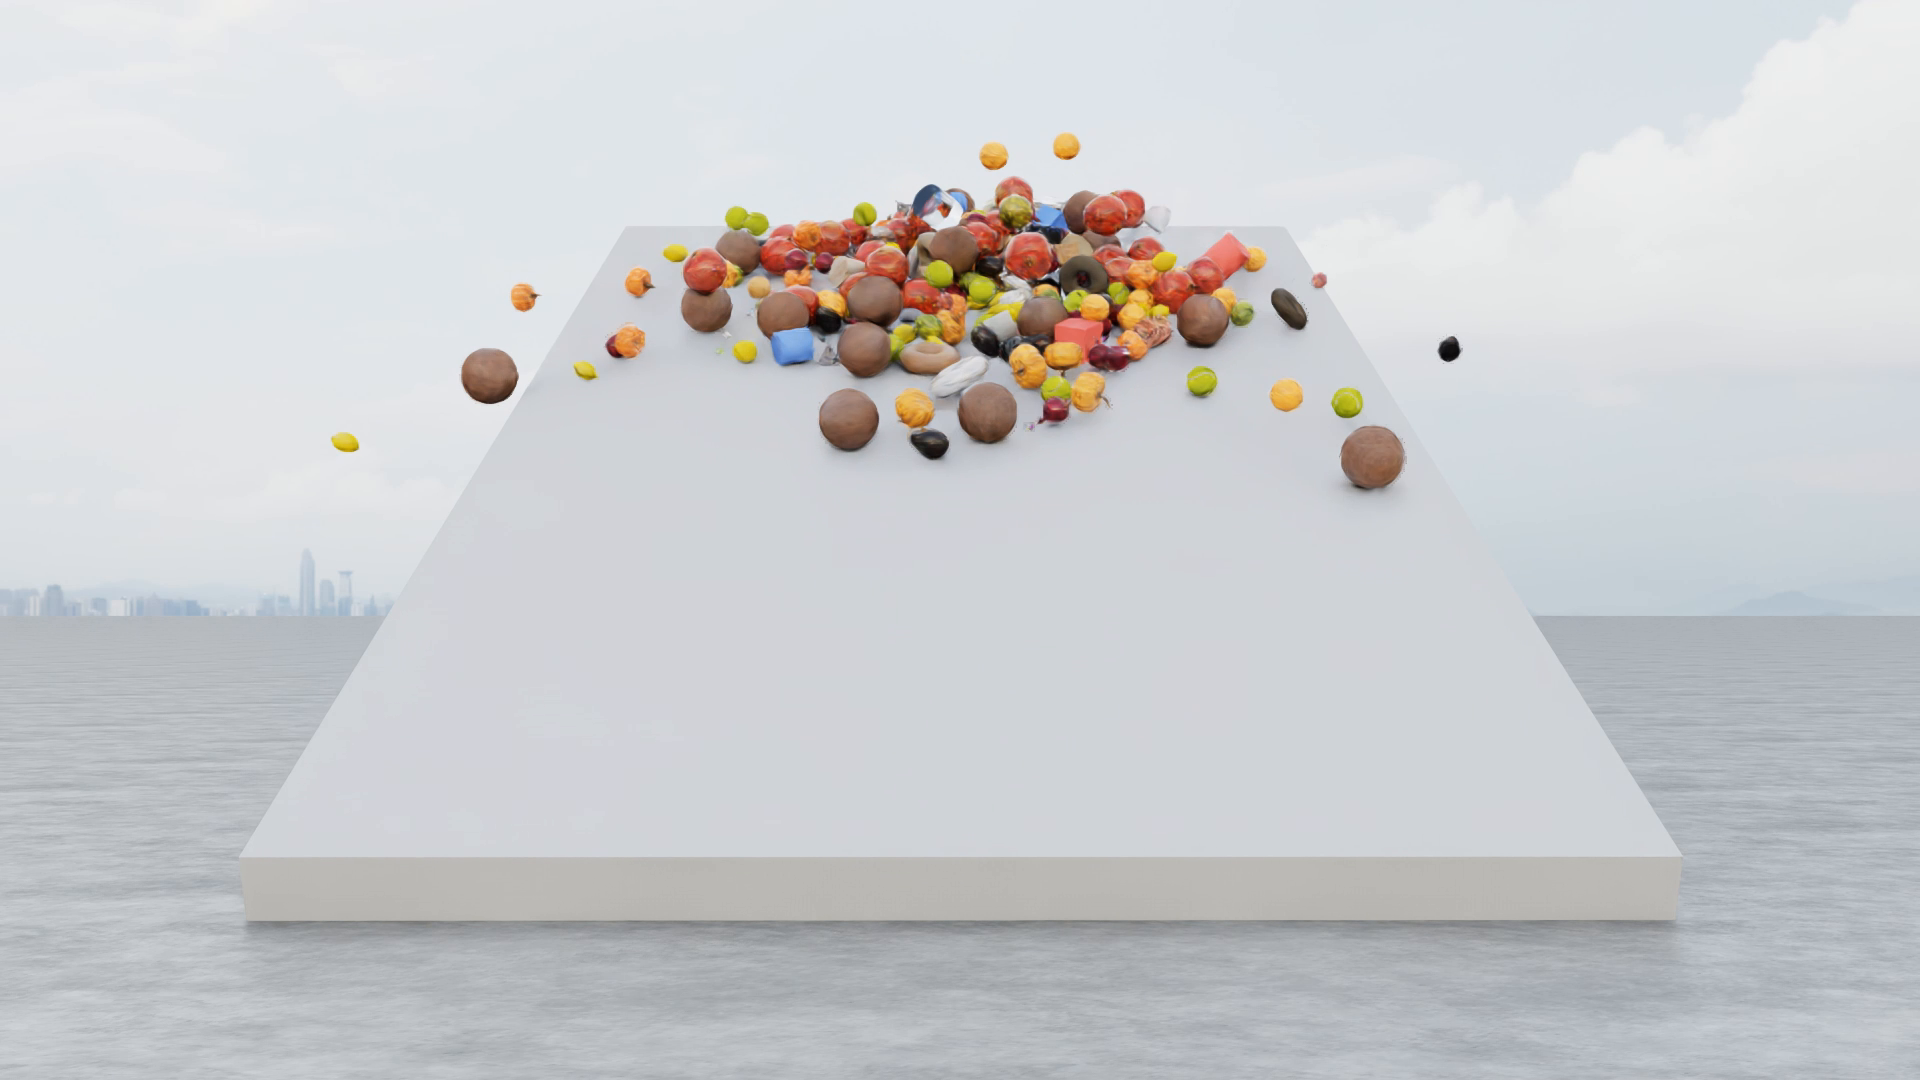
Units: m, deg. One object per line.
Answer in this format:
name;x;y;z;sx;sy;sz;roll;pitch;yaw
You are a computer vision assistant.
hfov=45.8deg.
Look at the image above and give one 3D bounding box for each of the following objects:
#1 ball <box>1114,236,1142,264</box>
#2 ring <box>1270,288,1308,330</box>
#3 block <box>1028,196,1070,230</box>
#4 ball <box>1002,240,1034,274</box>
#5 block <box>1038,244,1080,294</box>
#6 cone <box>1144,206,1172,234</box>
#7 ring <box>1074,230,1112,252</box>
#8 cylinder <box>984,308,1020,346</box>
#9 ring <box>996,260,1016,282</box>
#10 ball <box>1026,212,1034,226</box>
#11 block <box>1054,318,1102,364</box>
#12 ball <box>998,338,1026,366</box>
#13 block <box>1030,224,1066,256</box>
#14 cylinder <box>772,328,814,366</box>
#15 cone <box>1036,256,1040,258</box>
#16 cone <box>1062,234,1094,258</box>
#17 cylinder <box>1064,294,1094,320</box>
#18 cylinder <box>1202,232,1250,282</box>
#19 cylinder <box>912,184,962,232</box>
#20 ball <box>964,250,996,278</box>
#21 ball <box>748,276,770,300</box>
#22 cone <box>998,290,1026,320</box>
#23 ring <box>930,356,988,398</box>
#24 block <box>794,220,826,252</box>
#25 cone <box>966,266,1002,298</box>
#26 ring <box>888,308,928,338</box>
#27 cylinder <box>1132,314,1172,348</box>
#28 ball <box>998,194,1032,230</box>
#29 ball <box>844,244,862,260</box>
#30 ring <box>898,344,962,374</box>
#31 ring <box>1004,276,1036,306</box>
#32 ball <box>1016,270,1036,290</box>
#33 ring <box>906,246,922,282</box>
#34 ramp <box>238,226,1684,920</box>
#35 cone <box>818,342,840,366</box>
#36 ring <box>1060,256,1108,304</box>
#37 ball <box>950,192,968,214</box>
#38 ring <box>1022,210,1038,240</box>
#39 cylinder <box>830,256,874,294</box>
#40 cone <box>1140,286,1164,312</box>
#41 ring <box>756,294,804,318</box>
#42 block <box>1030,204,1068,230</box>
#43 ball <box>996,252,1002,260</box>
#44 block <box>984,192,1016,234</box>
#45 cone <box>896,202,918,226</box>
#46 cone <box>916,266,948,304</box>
ball;0.475;-0.821;6.428;0.081;0.081;0.081;0;-2;0
ring;0.835;-0.587;5.766;0.040;0.121;0.121;-39;-19;23
block;0.264;-0.976;6.829;0.092;0.092;0.092;17;26;38
ball;0.152;-0.744;5.973;0.088;0.088;0.088;0;-2;0
block;0.271;-0.731;6.118;0.096;0.096;0.096;-3;-46;-9
cone;0.531;-0.835;6.038;0.078;0.078;0.078;-4;-44;-4
ring;0.376;-0.869;6.612;0.131;0.044;0.131;-1;19;0
cylinder;0.101;-0.521;5.567;0.068;0.068;0.068;-27;-4;4
ring;0.136;-0.705;6.092;0.036;0.108;0.108;-35;-11;13
ball;0.178;-0.936;6.541;0.066;0.066;0.066;0;-2;0
block;0.287;-0.484;5.513;0.085;0.085;0.085;13;24;30
ball;0.124;-0.446;5.384;0.066;0.066;0.066;0;-2;0
block;0.238;-0.815;6.203;0.082;0.082;0.082;8;10;9
cylinder;-0.402;-0.466;5.460;0.080;0.080;0.080;-12;2;-20
cone;0.271;-0.801;6.410;0.098;0.098;0.098;-30;-24;-15
cone;0.302;-0.773;6.241;0.096;0.096;0.096;1;-26;-25
cylinder;0.304;-0.594;5.817;0.055;0.055;0.055;40;-10;-9
cylinder;0.721;-0.766;6.141;0.093;0.093;0.093;-42;-19;20
cylinder;-0.060;-0.873;5.987;0.096;0.096;0.096;-1;-20;36
ball;0.053;-0.753;6.235;0.087;0.087;0.087;0;-2;0
ball;-0.507;-0.636;5.733;0.060;0.060;0.060;0;-2;0
cone;0.151;-0.602;5.900;0.078;0.078;0.078;-1;-8;24
ring;-0.002;-0.371;5.157;0.145;0.048;0.145;-28;13;7
block;-0.431;-0.875;6.544;0.062;0.062;0.062;11;-28;20
cone;0.081;-0.667;6.069;0.092;0.092;0.092;34;6;12
ring;-0.132;-0.545;5.712;0.103;0.103;0.034;0;-45;-2
cylinder;0.476;-0.515;5.617;0.070;0.070;0.070;-2;15;41
ball;0.147;-0.869;6.017;0.091;0.091;0.091;0;-2;0
ball;-0.304;-0.816;6.454;0.050;0.050;0.050;0;-2;0
ring;-0.072;-0.433;5.426;0.150;0.050;0.150;1;20;0
ring;0.154;-0.647;5.901;0.098;0.033;0.098;39;-17;14
ball;0.170;-0.676;5.950;0.060;0.060;0.060;0;-2;0
ring;-0.095;-0.752;6.190;0.115;0.115;0.038;1;6;-27
ramp;-0.005;-0.210;5.038;2.000;0.100;4.000;0;20;0
cone;-0.315;-0.451;5.464;0.055;0.055;0.055;0;20;0
ring;0.324;-0.677;5.926;0.135;0.135;0.045;-1;23;29
ball;-0.010;-0.952;6.429;0.065;0.065;0.065;0;-2;0
ring;0.225;-0.906;6.604;0.041;0.124;0.124;-40;16;-22
cylinder;-0.287;-0.700;6.003;0.084;0.084;0.084;13;-9;-35
cone;0.490;-0.624;5.968;0.070;0.070;0.070;1;-8;-19
ring;-0.469;-0.608;5.906;0.128;0.043;0.128;1;19;0
block;0.253;-0.897;6.463;0.069;0.069;0.069;30;-22;35
ball;0.135;-0.814;6.424;0.070;0.070;0.070;0;-2;0
block;0.128;-0.964;6.689;0.084;0.084;0.084;-12;21;19
cone;-0.173;-1.003;6.878;0.074;0.074;0.074;49;23;24
cone;-0.094;-0.651;5.929;0.094;0.094;0.094;29;22;-13
